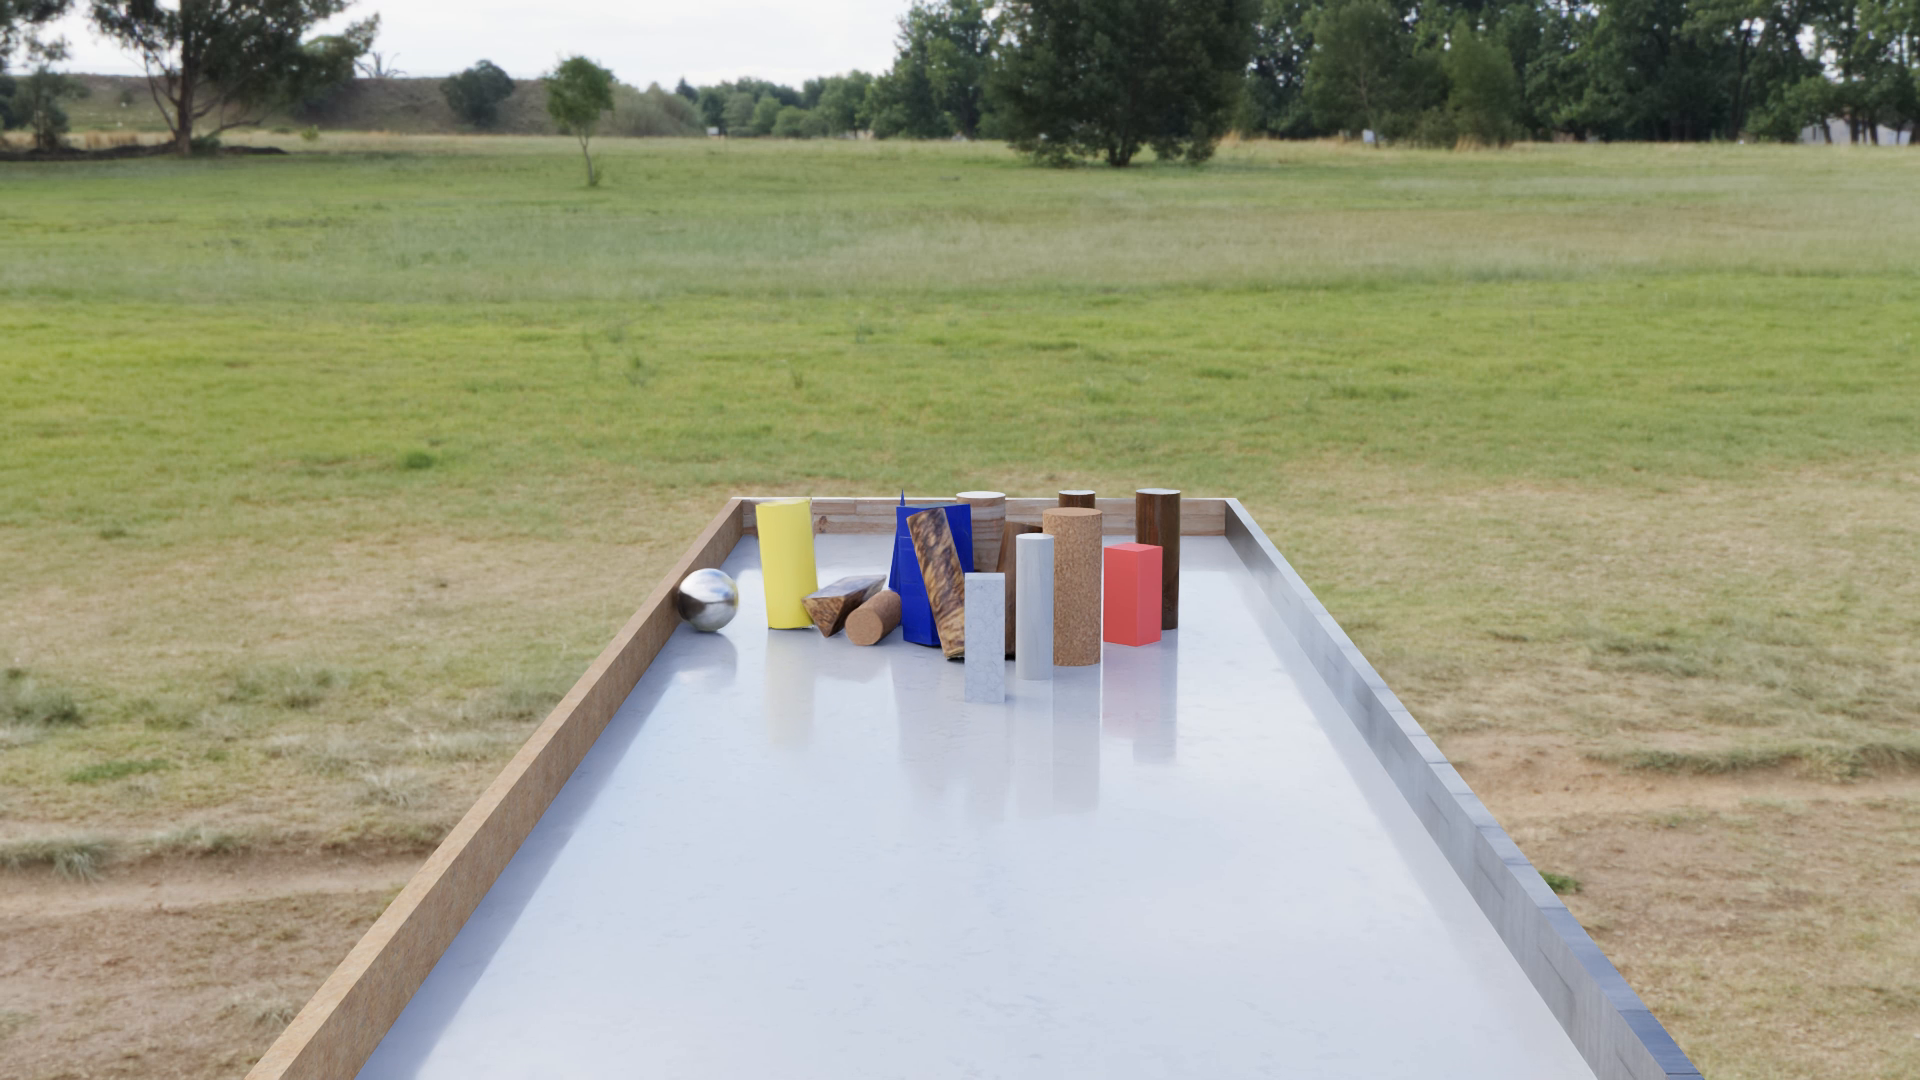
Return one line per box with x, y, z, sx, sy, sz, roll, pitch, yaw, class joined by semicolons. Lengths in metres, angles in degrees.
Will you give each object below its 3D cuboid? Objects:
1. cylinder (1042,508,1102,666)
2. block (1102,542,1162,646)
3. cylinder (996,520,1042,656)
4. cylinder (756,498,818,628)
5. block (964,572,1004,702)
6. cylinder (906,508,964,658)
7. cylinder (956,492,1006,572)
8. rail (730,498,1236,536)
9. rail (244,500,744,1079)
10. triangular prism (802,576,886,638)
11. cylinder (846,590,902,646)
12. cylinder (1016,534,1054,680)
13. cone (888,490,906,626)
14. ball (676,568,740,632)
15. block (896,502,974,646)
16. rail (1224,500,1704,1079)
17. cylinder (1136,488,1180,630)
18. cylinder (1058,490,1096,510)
0.339;0.140;6.663;0.179;0.457;0.179;0;9;0;cylinder
0.546;0.171;6.963;0.132;0.302;0.132;8;12;40;block
0.167;0.149;6.737;0.132;0.398;0.132;10;0;0;cylinder
-0.560;0.076;7.198;0.176;0.401;0.176;-5;7;1;cylinder
0.069;0.273;6.167;0.111;0.349;0.111;0;9;1;block
-0.046;0.132;6.719;0.122;0.445;0.122;-15;-9;-2;cylinder
0.068;0.068;7.192;0.160;0.435;0.160;0;9;0;cylinder
0.099;-0.098;9.147;2.100;0.150;0.050;0;9;1;rail
-1.004;0.839;3.234;0.050;0.150;12.000;0;9;1;rail
-0.357;0.185;7.216;0.129;0.149;0.426;-35;-2;19;triangular prism
-0.270;0.248;7.055;0.122;0.122;0.325;2;9;11;cylinder
0.219;0.195;6.443;0.111;0.418;0.111;0;9;0;cylinder
-0.189;0.049;7.264;0.133;0.449;0.133;0;9;0;cone
-0.818;0.194;7.130;0.205;0.205;0.205;0;9;0;ball
-0.074;0.103;6.947;0.170;0.428;0.170;-6;6;-32;block
1.046;0.843;3.208;0.050;0.150;12.000;0;9;1;rail
0.645;0.062;7.191;0.146;0.447;0.146;0;9;0;cylinder
0.382;0.061;7.213;0.120;0.441;0.120;0;9;0;cylinder
